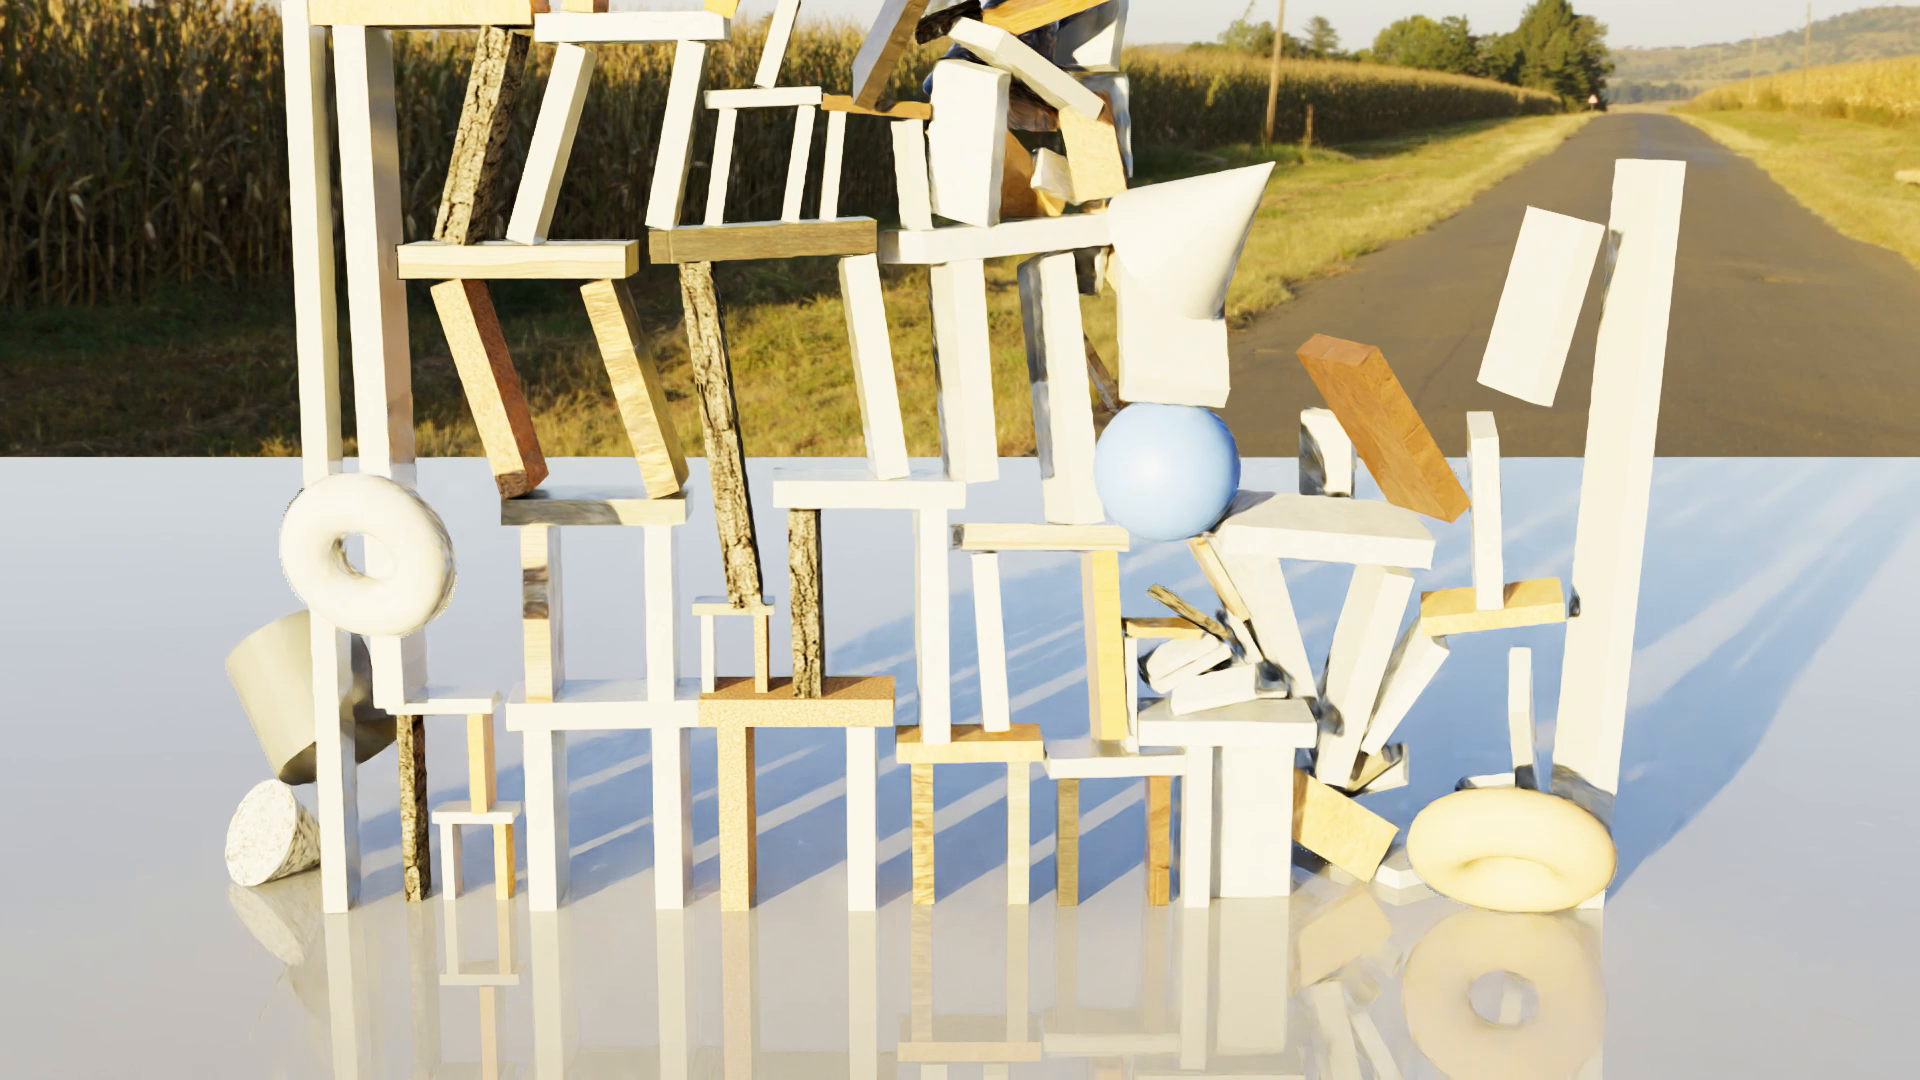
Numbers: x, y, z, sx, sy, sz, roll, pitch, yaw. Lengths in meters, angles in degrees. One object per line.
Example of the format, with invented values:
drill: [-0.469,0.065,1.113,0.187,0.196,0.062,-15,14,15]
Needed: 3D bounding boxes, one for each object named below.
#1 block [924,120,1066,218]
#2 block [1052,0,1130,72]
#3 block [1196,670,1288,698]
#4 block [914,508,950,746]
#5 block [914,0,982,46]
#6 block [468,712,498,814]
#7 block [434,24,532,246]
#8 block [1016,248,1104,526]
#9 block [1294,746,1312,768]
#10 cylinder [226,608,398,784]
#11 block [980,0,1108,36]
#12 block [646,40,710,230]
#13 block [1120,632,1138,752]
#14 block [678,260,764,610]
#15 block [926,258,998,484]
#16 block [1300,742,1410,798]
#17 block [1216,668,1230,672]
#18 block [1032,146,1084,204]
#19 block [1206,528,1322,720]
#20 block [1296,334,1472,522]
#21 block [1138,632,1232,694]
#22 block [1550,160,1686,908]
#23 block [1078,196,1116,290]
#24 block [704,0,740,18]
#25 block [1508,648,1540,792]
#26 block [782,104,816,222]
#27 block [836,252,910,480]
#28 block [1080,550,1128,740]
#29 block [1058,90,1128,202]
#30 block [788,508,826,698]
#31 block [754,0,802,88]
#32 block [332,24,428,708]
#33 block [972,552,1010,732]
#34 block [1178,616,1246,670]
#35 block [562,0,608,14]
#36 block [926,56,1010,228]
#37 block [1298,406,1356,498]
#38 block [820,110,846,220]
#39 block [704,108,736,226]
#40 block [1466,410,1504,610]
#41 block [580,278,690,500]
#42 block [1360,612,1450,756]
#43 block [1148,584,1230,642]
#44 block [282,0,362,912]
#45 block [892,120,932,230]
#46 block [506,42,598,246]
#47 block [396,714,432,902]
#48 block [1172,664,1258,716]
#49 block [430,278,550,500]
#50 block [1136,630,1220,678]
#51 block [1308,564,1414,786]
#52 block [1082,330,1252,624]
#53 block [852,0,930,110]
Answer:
block: [0.059,-0.606,3.555,0.121,0.034,0.242,4,-26,39]
block: [0.214,-0.845,3.471,0.105,0.210,0.030,6,-7,34]
block: [0.460,0.259,3.667,0.151,0.076,0.021,10,43,-8]
block: [-0.047,0.129,3.598,0.043,0.386,0.152,-2,9,-5]
block: [-0.019,-0.802,3.397,0.108,0.015,0.054,-21,-13,-1]
block: [-0.788,0.358,3.630,0.024,0.170,0.085,0,11,0]
block: [-0.744,-0.630,3.430,0.047,0.332,0.166,15,10,-4]
block: [0.166,-0.248,3.659,0.049,0.449,0.174,-7,0,-13]
block: [0.651,0.434,4.102,0.020,0.070,0.140,-8,12,-28]
cylinder: [-1.113,0.269,3.800,0.224,0.224,0.224,-28,-16,-8]
block: [0.148,-0.824,3.364,0.210,0.030,0.105,-24,25,-14]
block: [-0.439,-0.632,3.435,0.040,0.285,0.143,11,10,-5]
block: [0.275,0.247,3.589,0.017,0.188,0.061,-3,9,-6]
block: [-0.381,-0.175,3.529,0.050,0.549,0.176,-8,11,-2]
block: [0.003,-0.277,3.532,0.049,0.348,0.174,-7,11,-13]
block: [0.617,0.438,3.895,0.396,0.072,0.020,-20,-39,37]
block: [0.475,0.296,3.787,0.095,0.204,0.027,-11,44,38]
block: [0.160,-0.590,3.570,0.018,0.063,0.127,1,-6,36]
block: [0.513,0.138,3.703,0.048,0.339,0.170,-27,33,-9]
block: [0.679,-0.179,3.522,0.047,0.332,0.166,-43,27,-12]
block: [0.370,0.202,3.618,0.138,0.020,0.069,-28,28,-15]
block: [1.052,-0.004,3.562,0.041,1.206,0.145,1,10,-11]
block: [0.254,-0.498,3.678,0.024,0.083,0.166,2,48,-49]
block: [-0.309,-0.965,3.286,0.047,0.329,0.164,17,36,-7]
block: [0.960,0.347,3.740,0.032,0.113,0.483,0,-30,17]
block: [-0.254,-0.592,3.458,0.026,0.180,0.090,9,10,-5]
block: [-0.140,-0.282,3.524,0.050,0.351,0.176,-10,9,-6]
block: [0.237,0.173,3.624,0.041,0.305,0.144,-3,-3,-4]
block: [0.214,-0.634,3.543,0.083,0.167,0.024,-7,23,16]
block: [-0.249,0.091,3.581,0.043,0.303,0.152,-1,11,0]
block: [-0.269,-0.810,3.394,0.029,0.207,0.104,17,23,-6]
block: [-0.919,-0.270,3.500,0.047,1.065,0.166,-1,11,0]
block: [0.051,0.165,3.624,0.041,0.287,0.144,-4,1,1]
block: [0.418,0.182,3.743,0.019,0.135,0.068,-45,2,-39]
block: [-0.565,-0.973,3.365,0.047,0.328,0.164,4,10,-2]
block: [0.010,-0.620,3.434,0.121,0.242,0.034,21,30,30]
block: [0.642,-0.136,3.839,0.094,0.189,0.027,13,35,26]
block: [-0.200,-0.591,3.467,0.024,0.168,0.084,6,10,-5]
block: [-0.376,-0.586,3.453,0.026,0.180,0.090,8,9,-7]
block: [0.849,-0.048,3.559,0.041,0.290,0.145,-3,20,11]
block: [-0.516,-0.250,3.514,0.049,0.347,0.174,-17,10,2]
block: [0.732,0.240,3.677,0.032,0.226,0.113,25,24,-12]
block: [0.378,0.120,3.633,0.135,0.019,0.068,32,-1,-26]
block: [-1.018,-0.253,3.495,0.037,1.720,0.132,-1,10,-6]
block: [-0.077,-0.578,3.483,0.024,0.171,0.084,-9,11,-18]
block: [-0.637,-0.619,3.438,0.040,0.310,0.143,17,10,-5]
block: [-0.903,0.433,3.639,0.024,0.320,0.085,0,11,-1]
block: [0.413,0.242,3.557,0.138,0.020,0.069,-14,29,18]
block: [-0.747,-0.249,3.509,0.049,0.347,0.174,-16,10,2]
block: [0.357,0.185,3.606,0.121,0.017,0.061,-26,26,-17]
block: [0.664,0.200,3.684,0.048,0.391,0.170,11,22,-5]
block: [0.328,-0.124,3.741,0.018,0.611,0.063,-28,-9,-7]
block: [-0.105,-0.770,3.335,0.029,0.220,0.103,16,43,-21]
